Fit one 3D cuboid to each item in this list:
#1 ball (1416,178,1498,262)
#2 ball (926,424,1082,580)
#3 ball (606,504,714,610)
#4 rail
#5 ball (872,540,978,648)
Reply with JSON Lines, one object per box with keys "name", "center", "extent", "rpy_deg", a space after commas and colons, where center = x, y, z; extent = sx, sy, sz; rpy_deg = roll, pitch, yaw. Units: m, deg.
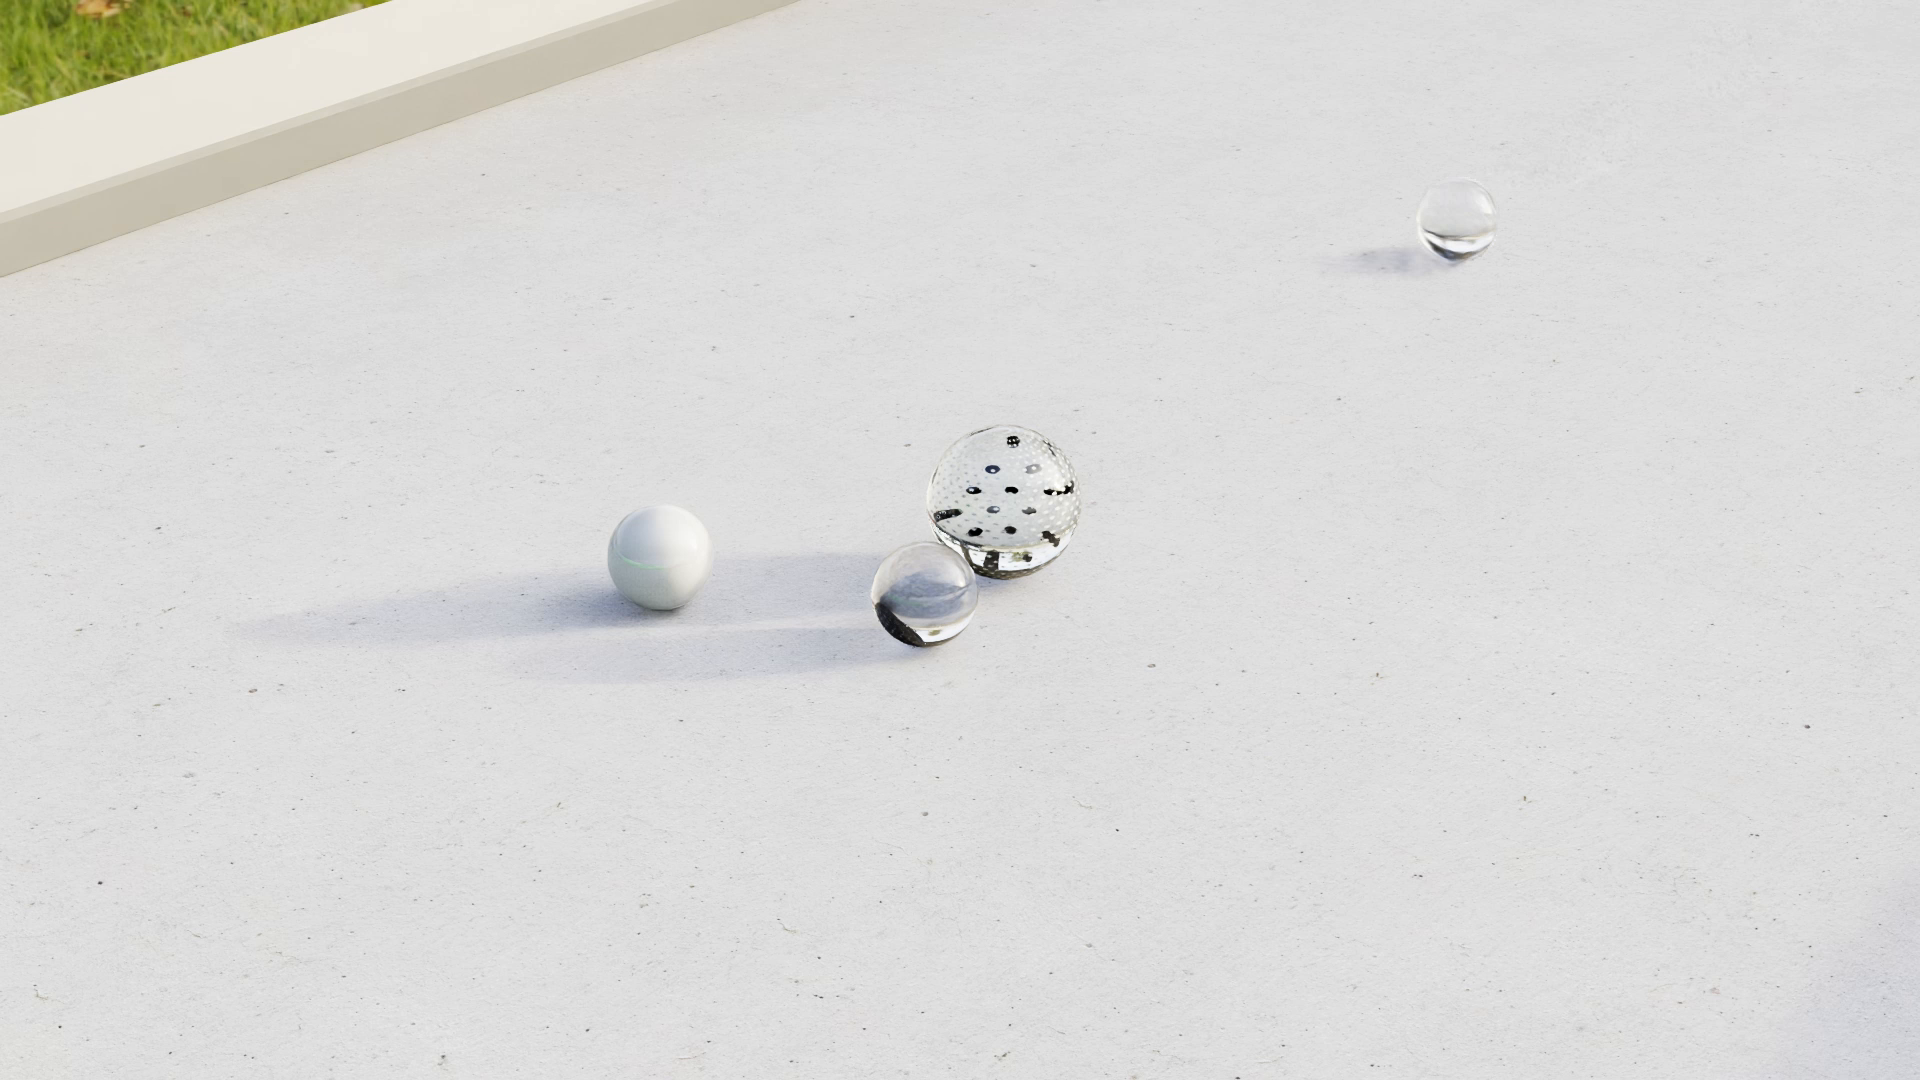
{"name": "ball", "center": [0.413, -0.266, 2.442], "extent": [0.068, 0.068, 0.068], "rpy_deg": [0, 25, 0]}
{"name": "ball", "center": [0.028, -0.024, 1.877], "extent": [0.099, 0.099, 0.099], "rpy_deg": [0, 25, 0]}
{"name": "ball", "center": [-0.187, 0.011, 1.840], "extent": [0.067, 0.067, 0.067], "rpy_deg": [0, 25, 0]}
{"name": "rail", "center": [-0.317, -0.552, 2.991], "extent": [0.045, 0.129, 3.505], "rpy_deg": [16, 29, 30]}
{"name": "ball", "center": [-0.021, 0.033, 1.793], "extent": [0.065, 0.065, 0.065], "rpy_deg": [0, 25, 0]}
